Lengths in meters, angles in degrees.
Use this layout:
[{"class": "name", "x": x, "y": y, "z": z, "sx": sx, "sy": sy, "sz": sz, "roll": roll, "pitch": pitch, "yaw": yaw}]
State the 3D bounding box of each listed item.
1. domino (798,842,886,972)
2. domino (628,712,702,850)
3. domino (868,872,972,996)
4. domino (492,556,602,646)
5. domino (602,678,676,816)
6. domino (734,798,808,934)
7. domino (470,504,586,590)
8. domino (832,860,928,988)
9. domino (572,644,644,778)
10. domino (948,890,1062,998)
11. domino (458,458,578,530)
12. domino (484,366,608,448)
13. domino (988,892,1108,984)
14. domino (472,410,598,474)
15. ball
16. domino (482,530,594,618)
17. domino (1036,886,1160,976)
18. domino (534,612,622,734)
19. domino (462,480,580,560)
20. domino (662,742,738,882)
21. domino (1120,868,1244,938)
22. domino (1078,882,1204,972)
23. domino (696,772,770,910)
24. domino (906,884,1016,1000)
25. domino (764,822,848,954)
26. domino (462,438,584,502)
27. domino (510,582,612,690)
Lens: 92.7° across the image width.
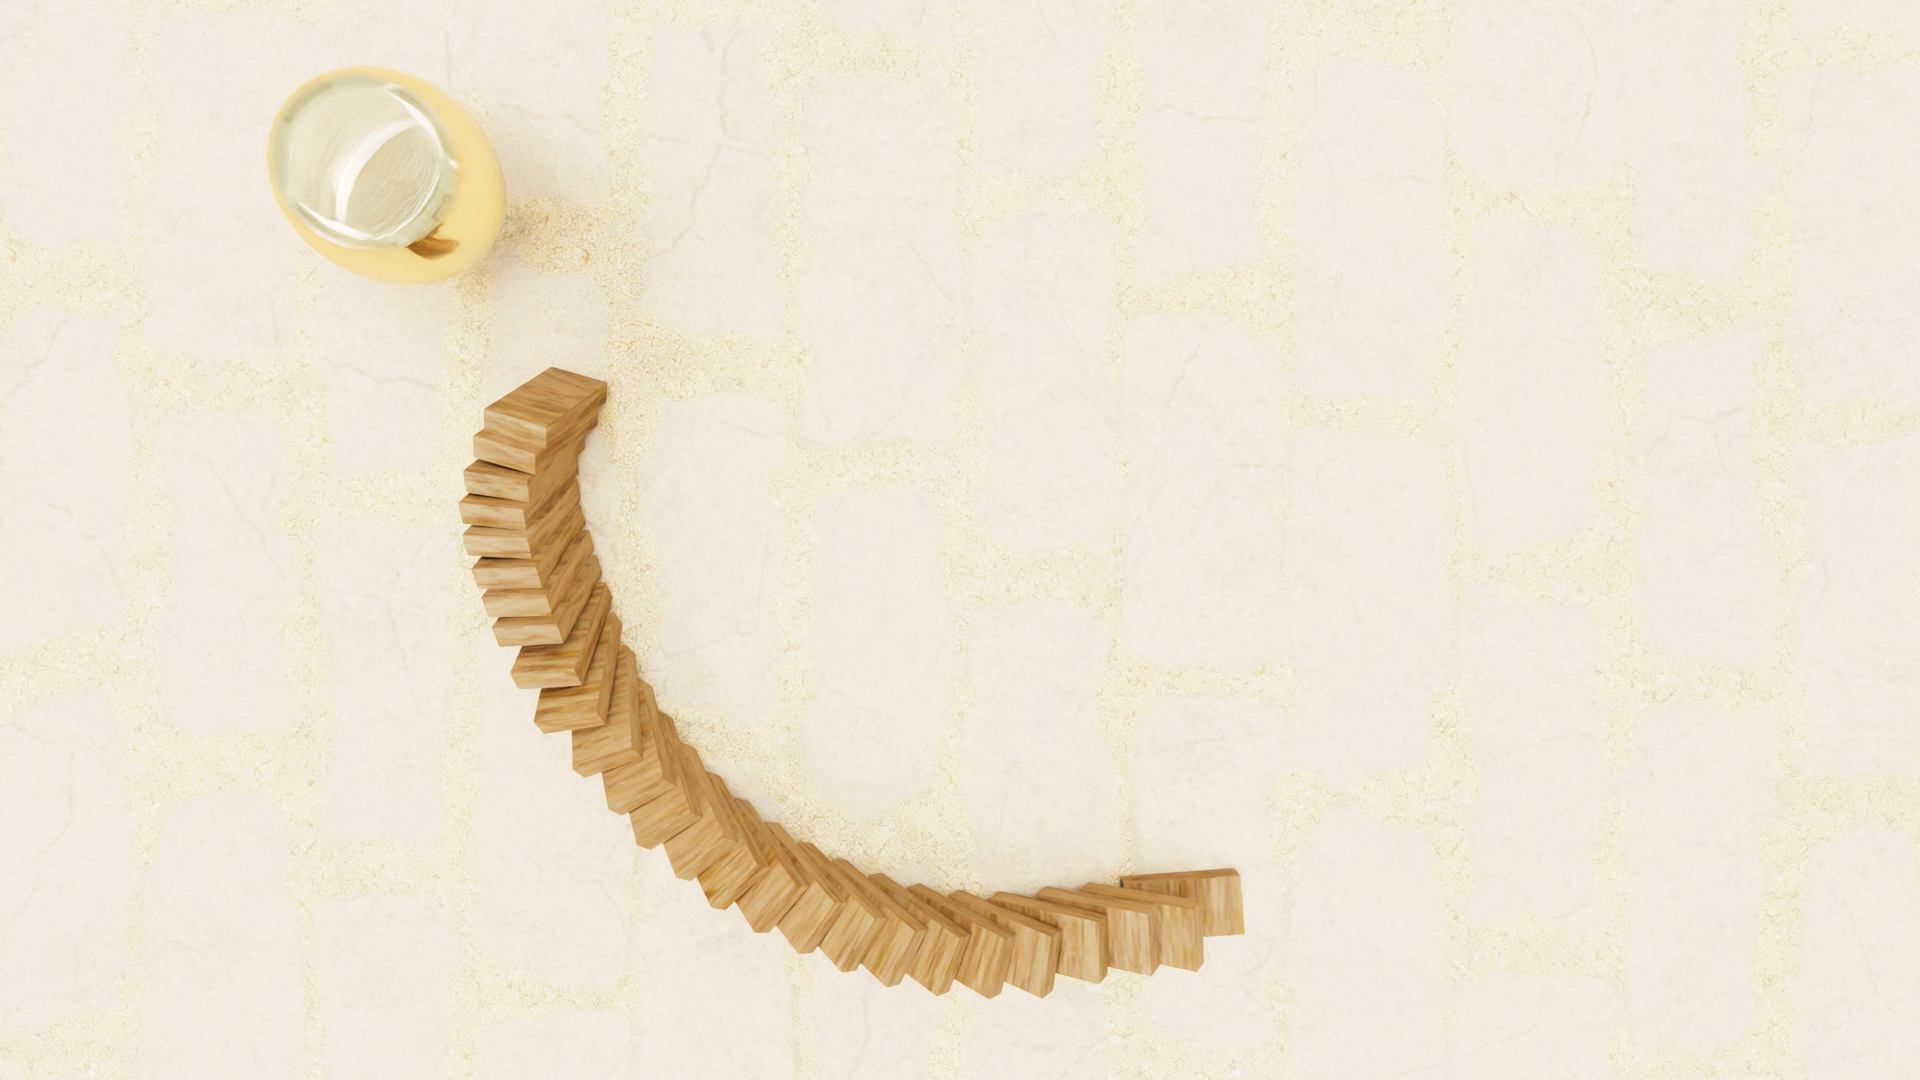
[{"class": "domino", "x": -0.056, "y": 0.152, "z": 0.382, "sx": 0.050, "sy": 0.010, "sz": 0.025, "roll": 31, "pitch": 90, "yaw": 35}, {"class": "domino", "x": -0.127, "y": 0.099, "z": 0.382, "sx": 0.025, "sy": 0.010, "sz": 0.050, "roll": -32, "pitch": 55, "yaw": 0}, {"class": "domino", "x": -0.022, "y": 0.163, "z": 0.382, "sx": 0.050, "sy": 0.009, "sz": 0.025, "roll": 21, "pitch": 90, "yaw": 33}, {"class": "domino", "x": -0.168, "y": 0.024, "z": 0.376, "sx": 0.025, "sy": 0.050, "sz": 0.010, "roll": -3, "pitch": 121, "yaw": 0}, {"class": "domino", "x": -0.137, "y": 0.085, "z": 0.382, "sx": 0.025, "sy": 0.009, "sz": 0.050, "roll": -29, "pitch": 54, "yaw": 0}, {"class": "domino", "x": -0.087, "y": 0.135, "z": 0.382, "sx": 0.025, "sy": 0.010, "sz": 0.050, "roll": -50, "pitch": 55, "yaw": 0}, {"class": "domino", "x": -0.176, "y": 0.002, "z": 0.376, "sx": 0.025, "sy": 0.050, "sz": 0.010, "roll": -2, "pitch": 121, "yaw": 0}, {"class": "domino", "x": -0.039, "y": 0.159, "z": 0.382, "sx": 0.050, "sy": 0.010, "sz": 0.025, "roll": 27, "pitch": 90, "yaw": 35}, {"class": "domino", "x": -0.148, "y": 0.070, "z": 0.382, "sx": 0.025, "sy": 0.009, "sz": 0.050, "roll": -19, "pitch": 54, "yaw": 0}, {"class": "domino", "x": 0.016, "y": 0.168, "z": 0.382, "sx": 0.050, "sy": 0.009, "sz": 0.025, "roll": 8, "pitch": 90, "yaw": 33}, {"class": "domino", "x": -0.180, "y": -0.022, "z": 0.376, "sx": 0.025, "sy": 0.050, "sz": 0.010, "roll": 6, "pitch": 121, "yaw": 0}, {"class": "domino", "x": -0.169, "y": -0.055, "z": 0.376, "sx": 0.025, "sy": 0.050, "sz": 0.010, "roll": 16, "pitch": 121, "yaw": 0}, {"class": "domino", "x": 0.036, "y": 0.165, "z": 0.383, "sx": 0.050, "sy": 0.009, "sz": 0.025, "roll": -1, "pitch": 90, "yaw": 31}, {"class": "domino", "x": -0.173, "y": -0.045, "z": 0.376, "sx": 0.025, "sy": 0.050, "sz": 0.010, "roll": 16, "pitch": 121, "yaw": 0}, {"class": "ball", "x": -0.222, "y": -0.141, "z": 0.360, "sx": 0.080, "sy": 0.080, "sz": 0.080, "roll": 0, "pitch": 90, "yaw": 0}, {"class": "domino", "x": -0.172, "y": 0.013, "z": 0.376, "sx": 0.025, "sy": 0.050, "sz": 0.010, "roll": -2, "pitch": 121, "yaw": 0}, {"class": "domino", "x": 0.057, "y": 0.163, "z": 0.383, "sx": 0.050, "sy": 0.010, "sz": 0.025, "roll": -3, "pitch": 90, "yaw": 33}, {"class": "domino", "x": -0.157, "y": 0.054, "z": 0.380, "sx": 0.025, "sy": 0.009, "sz": 0.050, "roll": -9, "pitch": 48, "yaw": 0}, {"class": "domino", "x": -0.178, "y": -0.010, "z": 0.376, "sx": 0.025, "sy": 0.050, "sz": 0.010, "roll": 3, "pitch": 121, "yaw": 0}, {"class": "domino", "x": -0.114, "y": 0.112, "z": 0.382, "sx": 0.025, "sy": 0.010, "sz": 0.050, "roll": -39, "pitch": 55, "yaw": 0}, {"class": "domino", "x": 0.096, "y": 0.157, "z": 0.395, "sx": 0.050, "sy": 0.010, "sz": 0.025, "roll": -4, "pitch": 90, "yaw": 0}, {"class": "domino", "x": 0.075, "y": 0.161, "z": 0.382, "sx": 0.050, "sy": 0.010, "sz": 0.025, "roll": -3, "pitch": 91, "yaw": 32}, {"class": "domino", "x": -0.102, "y": 0.124, "z": 0.382, "sx": 0.025, "sy": 0.010, "sz": 0.050, "roll": -43, "pitch": 55, "yaw": 0}, {"class": "domino", "x": -0.003, "y": 0.167, "z": 0.383, "sx": 0.050, "sy": 0.009, "sz": 0.025, "roll": 15, "pitch": 90, "yaw": 33}, {"class": "domino", "x": -0.072, "y": 0.144, "z": 0.382, "sx": 0.050, "sy": 0.010, "sz": 0.025, "roll": 35, "pitch": 90, "yaw": 35}, {"class": "domino", "x": -0.177, "y": -0.033, "z": 0.376, "sx": 0.025, "sy": 0.050, "sz": 0.009, "roll": 9, "pitch": 121, "yaw": 0}, {"class": "domino", "x": -0.163, "y": 0.039, "z": 0.378, "sx": 0.025, "sy": 0.050, "sz": 0.010, "roll": -4, "pitch": 130, "yaw": 0}]
